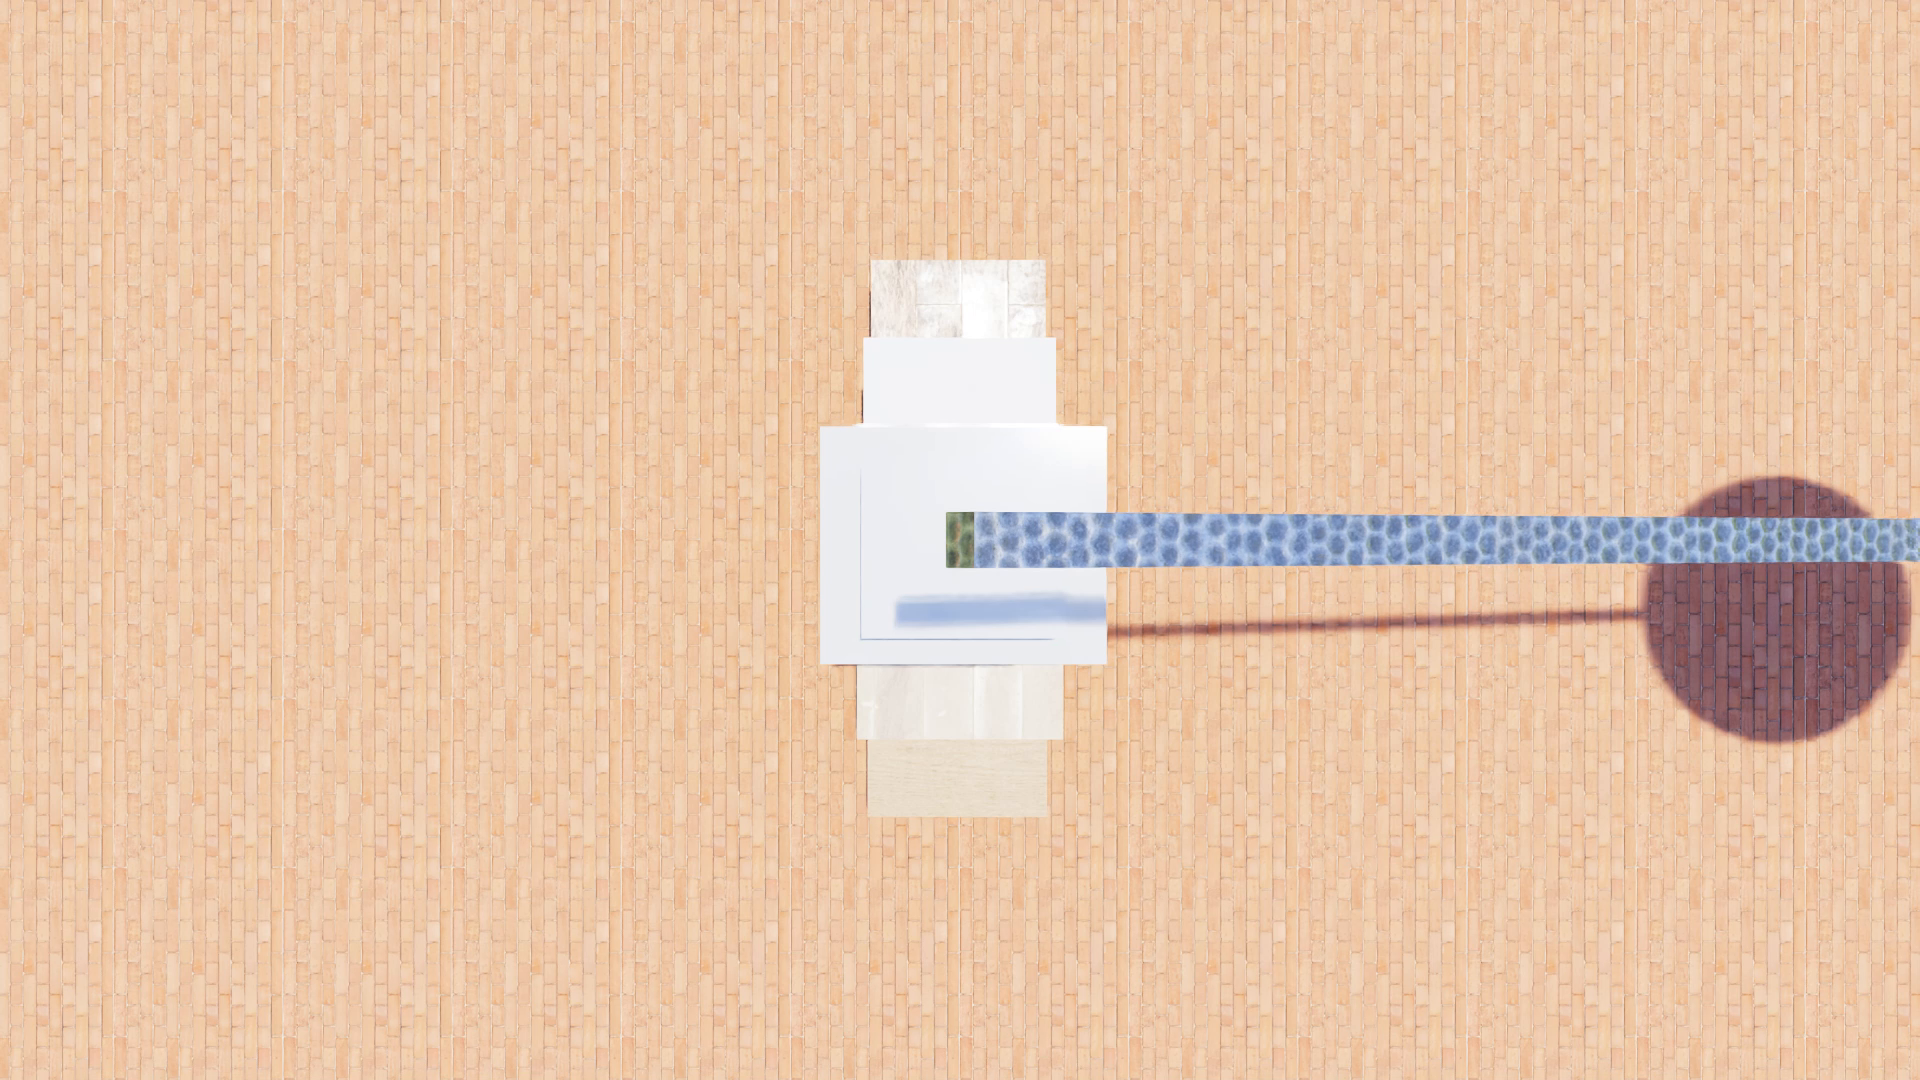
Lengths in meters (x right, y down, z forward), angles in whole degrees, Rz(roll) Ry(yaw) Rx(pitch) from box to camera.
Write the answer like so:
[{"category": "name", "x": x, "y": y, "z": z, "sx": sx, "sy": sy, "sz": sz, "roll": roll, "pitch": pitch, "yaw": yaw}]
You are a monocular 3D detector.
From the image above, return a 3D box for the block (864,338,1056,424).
[{"category": "block", "x": -0.001, "y": -0.534, "z": 11.439, "sx": 0.956, "sy": 1.036, "sz": 0.943, "roll": 0, "pitch": 90, "yaw": 0}]

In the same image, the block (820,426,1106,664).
[{"category": "block", "x": 0.012, "y": 0.017, "z": 7.431, "sx": 0.918, "sy": 0.759, "sz": 0.762, "roll": 0, "pitch": 90, "yaw": 0}]

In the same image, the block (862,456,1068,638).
[{"category": "block", "x": 0.014, "y": 0.019, "z": 6.792, "sx": 0.614, "sy": 0.520, "sz": 0.544, "roll": 0, "pitch": 90, "yaw": 0}]

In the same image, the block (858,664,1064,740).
[{"category": "block", "x": 0.000, "y": 0.477, "z": 11.549, "sx": 1.040, "sy": 0.869, "sz": 1.061, "roll": 0, "pitch": 90, "yaw": 0}]

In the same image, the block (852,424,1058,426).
[{"category": "block", "x": -0.017, "y": 0.012, "z": 8.787, "sx": 0.787, "sy": 0.722, "sz": 0.917, "roll": 0, "pitch": 90, "yaw": 0}]

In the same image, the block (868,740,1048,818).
[{"category": "block", "x": -0.014, "y": 1.017, "z": 12.540, "sx": 0.986, "sy": 0.920, "sz": 1.010, "roll": 0, "pitch": 90, "yaw": 0}]

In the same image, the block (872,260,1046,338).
[{"category": "block", "x": -0.009, "y": -0.989, "z": 12.478, "sx": 0.948, "sy": 1.043, "sz": 1.065, "roll": 0, "pitch": 90, "yaw": 0}]

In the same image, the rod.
[{"category": "rod", "x": 2.234, "y": 0.000, "z": 4.448, "sx": 5.200, "sy": 0.080, "sz": 0.080, "roll": 0, "pitch": 90, "yaw": -31}]
